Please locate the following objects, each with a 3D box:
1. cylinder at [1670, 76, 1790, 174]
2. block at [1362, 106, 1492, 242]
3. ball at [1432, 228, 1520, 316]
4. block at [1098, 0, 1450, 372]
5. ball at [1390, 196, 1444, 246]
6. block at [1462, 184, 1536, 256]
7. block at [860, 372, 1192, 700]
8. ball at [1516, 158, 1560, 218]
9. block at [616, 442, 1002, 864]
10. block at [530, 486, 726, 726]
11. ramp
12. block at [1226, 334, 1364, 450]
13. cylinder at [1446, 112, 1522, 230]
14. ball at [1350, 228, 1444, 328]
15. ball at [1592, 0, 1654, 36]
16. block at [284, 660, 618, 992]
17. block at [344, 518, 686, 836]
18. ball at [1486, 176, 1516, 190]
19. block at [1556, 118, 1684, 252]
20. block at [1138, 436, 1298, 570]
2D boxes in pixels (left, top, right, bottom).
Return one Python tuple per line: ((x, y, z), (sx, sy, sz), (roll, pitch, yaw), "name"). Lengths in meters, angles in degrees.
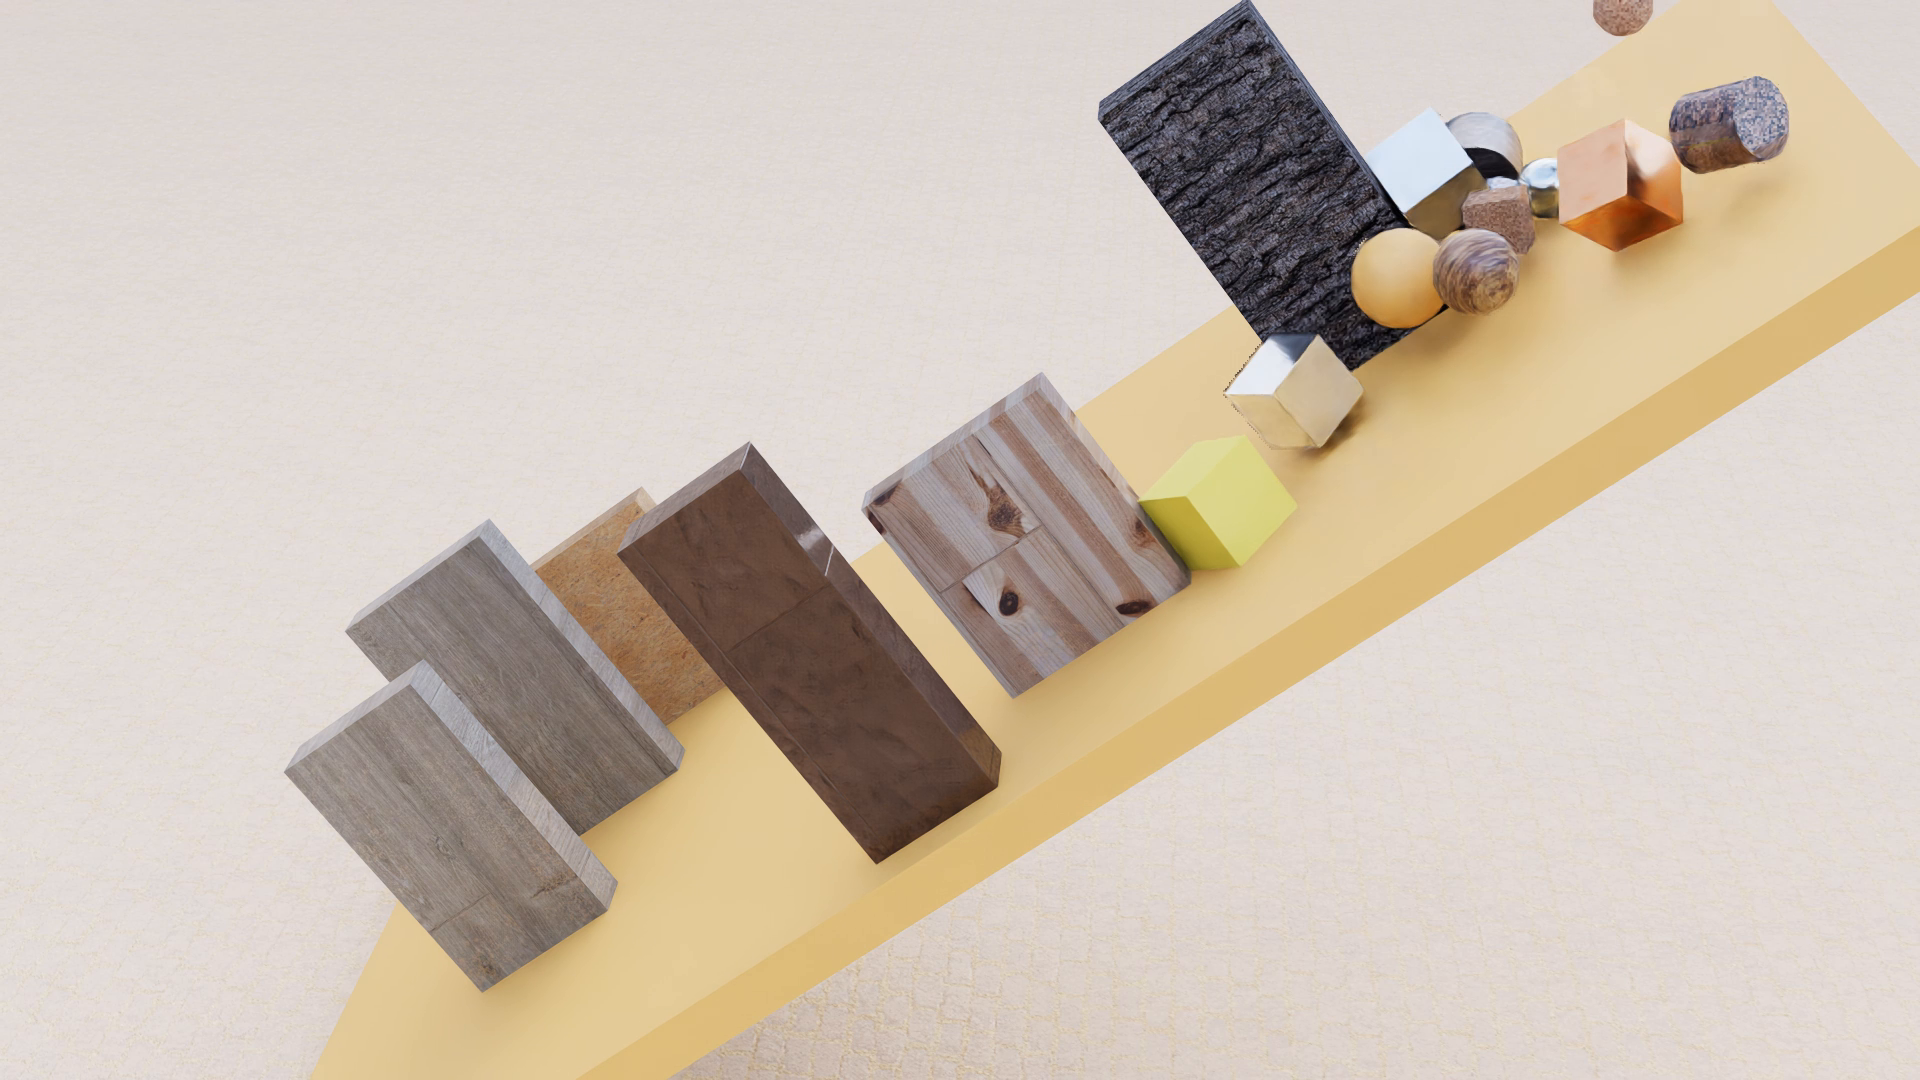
((1.418, -0.763, 5.420), (0.153, 0.153, 0.153), (-16, 5, -34), "cylinder")
((0.967, -0.744, 6.043), (0.171, 0.171, 0.171), (-36, 57, 11), "block")
((0.987, -0.513, 5.628), (0.166, 0.166, 0.166), (0, 22, 0), "ball")
((0.652, -0.695, 6.039), (0.371, 0.741, 0.147), (-34, 16, 16), "block")
((0.940, -0.650, 6.299), (0.190, 0.190, 0.190), (0, 22, 0), "ball")
((1.079, -0.635, 5.890), (0.114, 0.114, 0.114), (-6, 18, 21), "block")
((0.131, -0.004, 5.720), (0.430, 0.493, 0.095), (-34, 16, 16), "block")
((1.202, -0.722, 6.037), (0.124, 0.124, 0.124), (0, 22, 0), "ball")
((-0.272, 0.215, 5.469), (0.286, 0.778, 0.144), (-34, 16, 16), "block")
((-0.765, 0.175, 7.199), (0.359, 0.508, 0.097), (-34, 16, 16), "block")
((0.130, 0.178, 6.319), (4.000, 0.100, 2.000), (-34, 16, 16), "ramp")
((0.661, -0.293, 5.803), (0.158, 0.158, 0.158), (-52, 25, -17), "block")
((1.102, -0.787, 6.290), (0.196, 0.196, 0.196), (4, 31, 9), "cylinder")
((0.874, -0.518, 5.831), (0.199, 0.199, 0.199), (0, 22, 0), "ball")
((1.325, -1.068, 5.882), (0.120, 0.120, 0.120), (0, 22, 0), "ball")
((-1.100, 0.626, 6.389), (0.363, 0.662, 0.127), (-34, 16, 16), "block")
((-1.038, 0.355, 6.894), (0.414, 0.727, 0.108), (-34, 16, 16), "block")
((1.123, -0.694, 6.134), (0.125, 0.125, 0.125), (0, 22, 0), "ball")
((1.251, -0.671, 5.574), (0.162, 0.162, 0.162), (19, -27, -35), "block")
((0.497, -0.070, 5.672), (0.179, 0.179, 0.179), (-45, 17, -22), "block")
